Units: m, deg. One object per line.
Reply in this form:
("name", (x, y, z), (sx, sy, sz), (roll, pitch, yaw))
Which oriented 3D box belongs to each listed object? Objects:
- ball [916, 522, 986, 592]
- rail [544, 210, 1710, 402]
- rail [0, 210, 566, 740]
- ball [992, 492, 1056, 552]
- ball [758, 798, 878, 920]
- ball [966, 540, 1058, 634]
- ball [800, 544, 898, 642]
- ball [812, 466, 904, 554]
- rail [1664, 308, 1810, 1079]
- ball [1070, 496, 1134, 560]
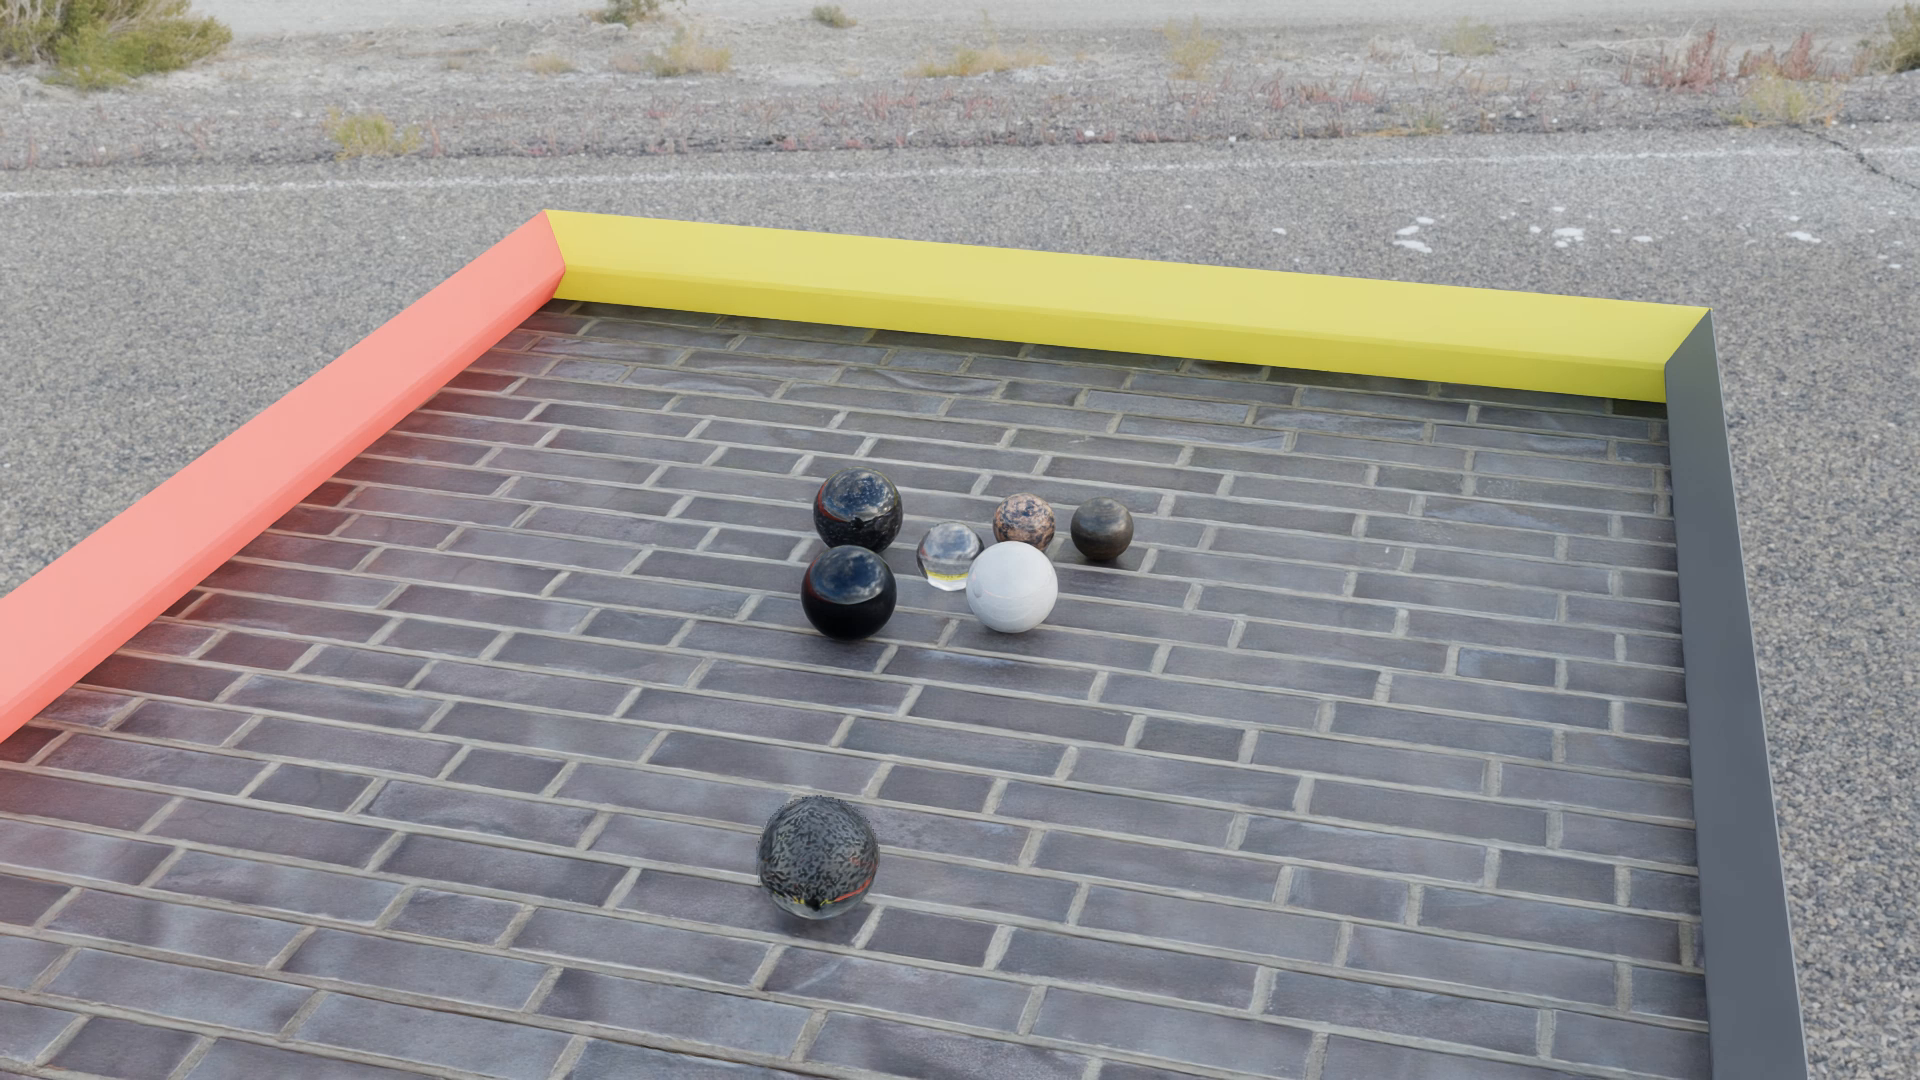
("ball", (-0.009, 0.016, 2.162), (0.069, 0.069, 0.069), (0, 26, 0))
("rail", (0.157, -0.286, 2.711), (1.460, 0.120, 0.045), (7, 27, 13))
("rail", (-0.846, 0.177, 1.776), (0.045, 0.120, 2.573), (7, 27, 13))
("ball", (0.065, -0.016, 2.230), (0.065, 0.065, 0.065), (0, 26, 0))
("ball", (-0.108, 0.243, 1.677), (0.092, 0.092, 0.092), (0, 26, 0))
("ball", (0.049, 0.045, 2.083), (0.087, 0.087, 0.087), (0, 26, 0))
("ball", (-0.105, 0.050, 2.068), (0.091, 0.091, 0.091), (0, 26, 0))
("ball", (-0.103, -0.028, 2.224), (0.093, 0.093, 0.093), (0, 26, 0))
("rail", (0.520, 0.336, 1.456), (0.045, 0.120, 2.573), (7, 27, 13))
("ball", (0.143, -0.011, 2.223), (0.064, 0.064, 0.064), (0, 26, 0))
